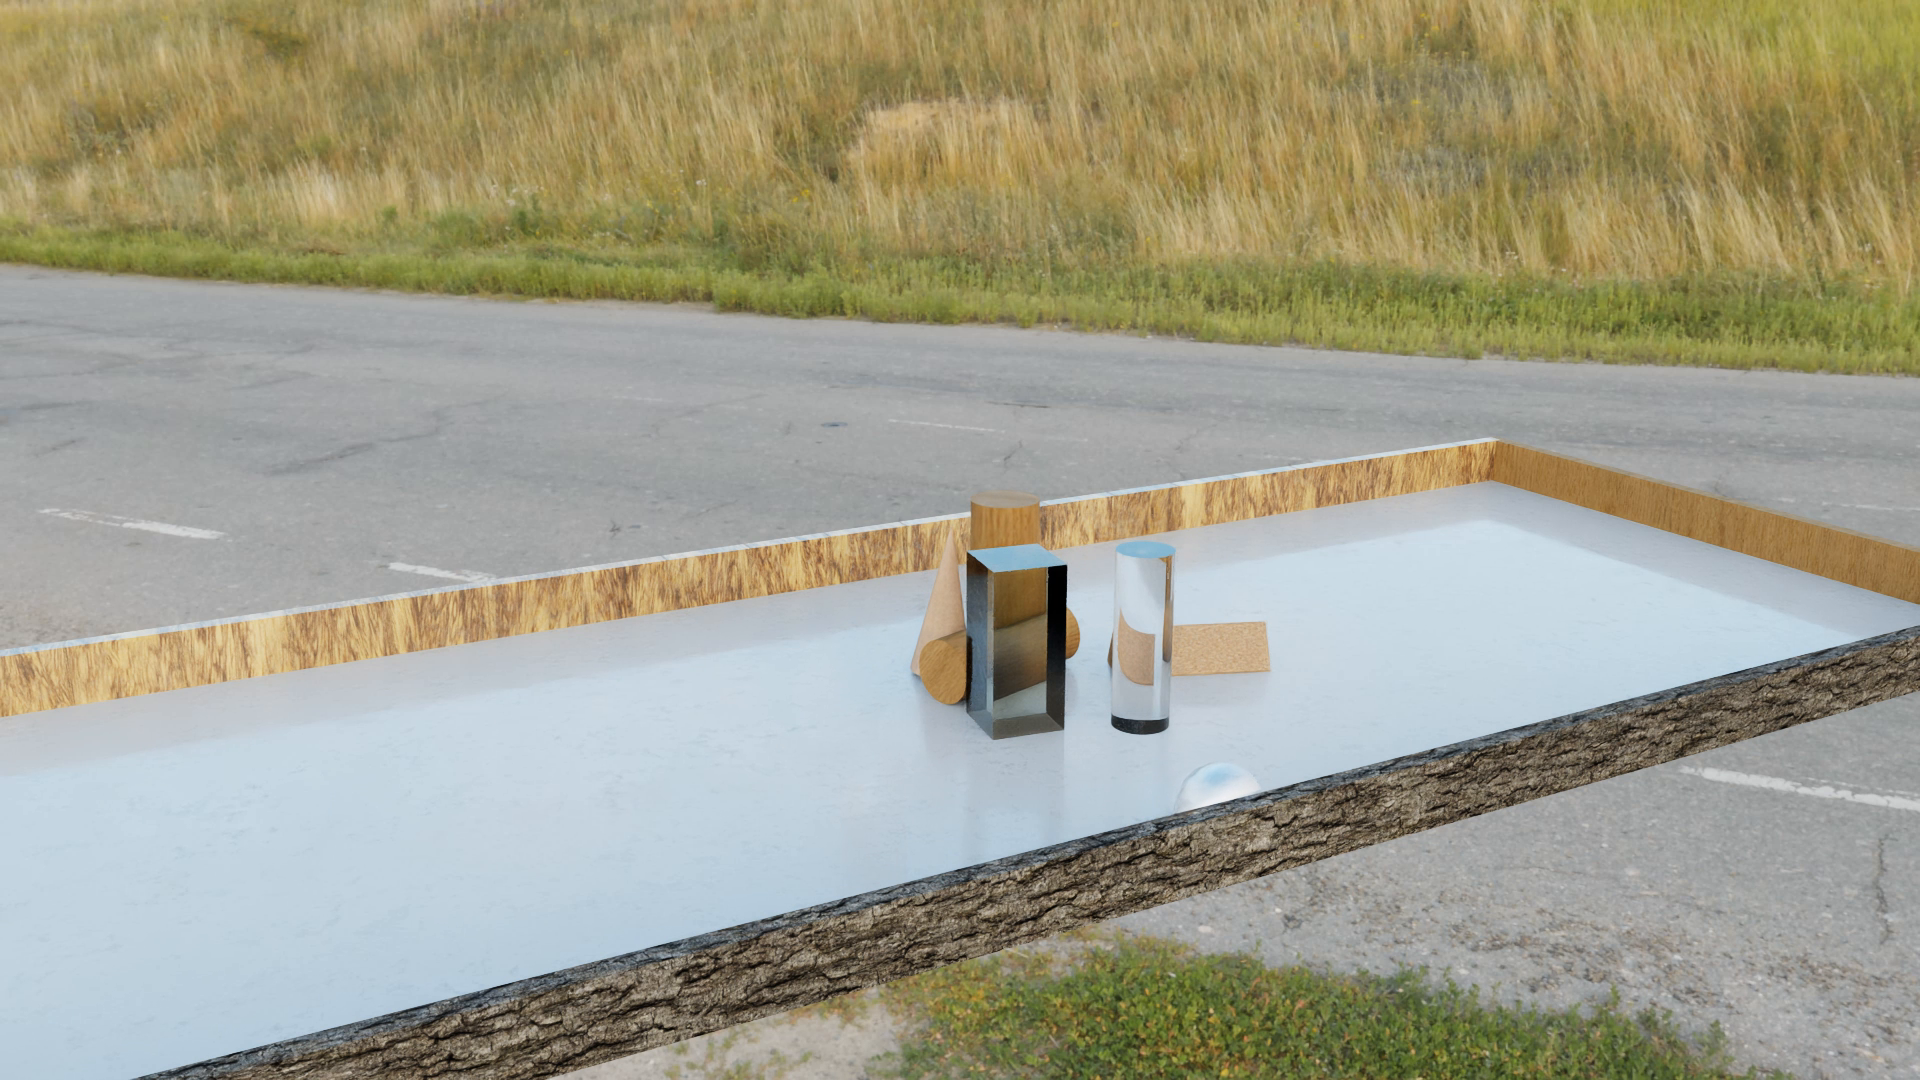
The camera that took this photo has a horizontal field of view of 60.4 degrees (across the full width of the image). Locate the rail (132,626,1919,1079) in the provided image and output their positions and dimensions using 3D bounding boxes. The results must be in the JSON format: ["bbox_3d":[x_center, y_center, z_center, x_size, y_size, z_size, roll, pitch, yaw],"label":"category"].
[{"bbox_3d":[-2.336,1.006,1.665,12.000,0.150,0.050,-9,18,-27],"label":"rail"}]

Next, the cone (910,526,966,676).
[{"bbox_3d":[-0.034,0.143,4.157,0.158,0.391,0.158,4,16,-1],"label":"cone"}]

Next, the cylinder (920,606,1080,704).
[{"bbox_3d":[0.104,0.277,4.129,0.161,0.161,0.421,15,22,42],"label":"cylinder"}]

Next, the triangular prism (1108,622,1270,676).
[{"bbox_3d":[0.587,0.270,4.228,0.397,0.111,0.129,-2,17,-7],"label":"triangular prism"}]

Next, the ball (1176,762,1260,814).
[{"bbox_3d":[0.512,0.526,3.260,0.171,0.171,0.171,0,16,0],"label":"ball"}]

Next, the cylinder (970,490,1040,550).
[{"bbox_3d":[0.116,0.087,4.341,0.180,0.404,0.180,0,17,0],"label":"cylinder"}]

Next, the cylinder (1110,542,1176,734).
[{"bbox_3d":[0.424,0.227,3.825,0.137,0.427,0.137,0,16,0],"label":"cylinder"}]

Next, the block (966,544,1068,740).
[{"bbox_3d":[0.129,0.234,3.842,0.179,0.404,0.179,-6,17,-19],"label":"block"}]

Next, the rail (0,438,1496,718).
[{"bbox_3d":[-3.305,0.497,3.399,12.000,0.150,0.050,-9,18,-27],"label":"rail"}]

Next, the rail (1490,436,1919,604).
[{"bbox_3d":[2.466,-0.048,5.253,0.050,0.150,2.100,-9,18,-27],"label":"rail"}]
